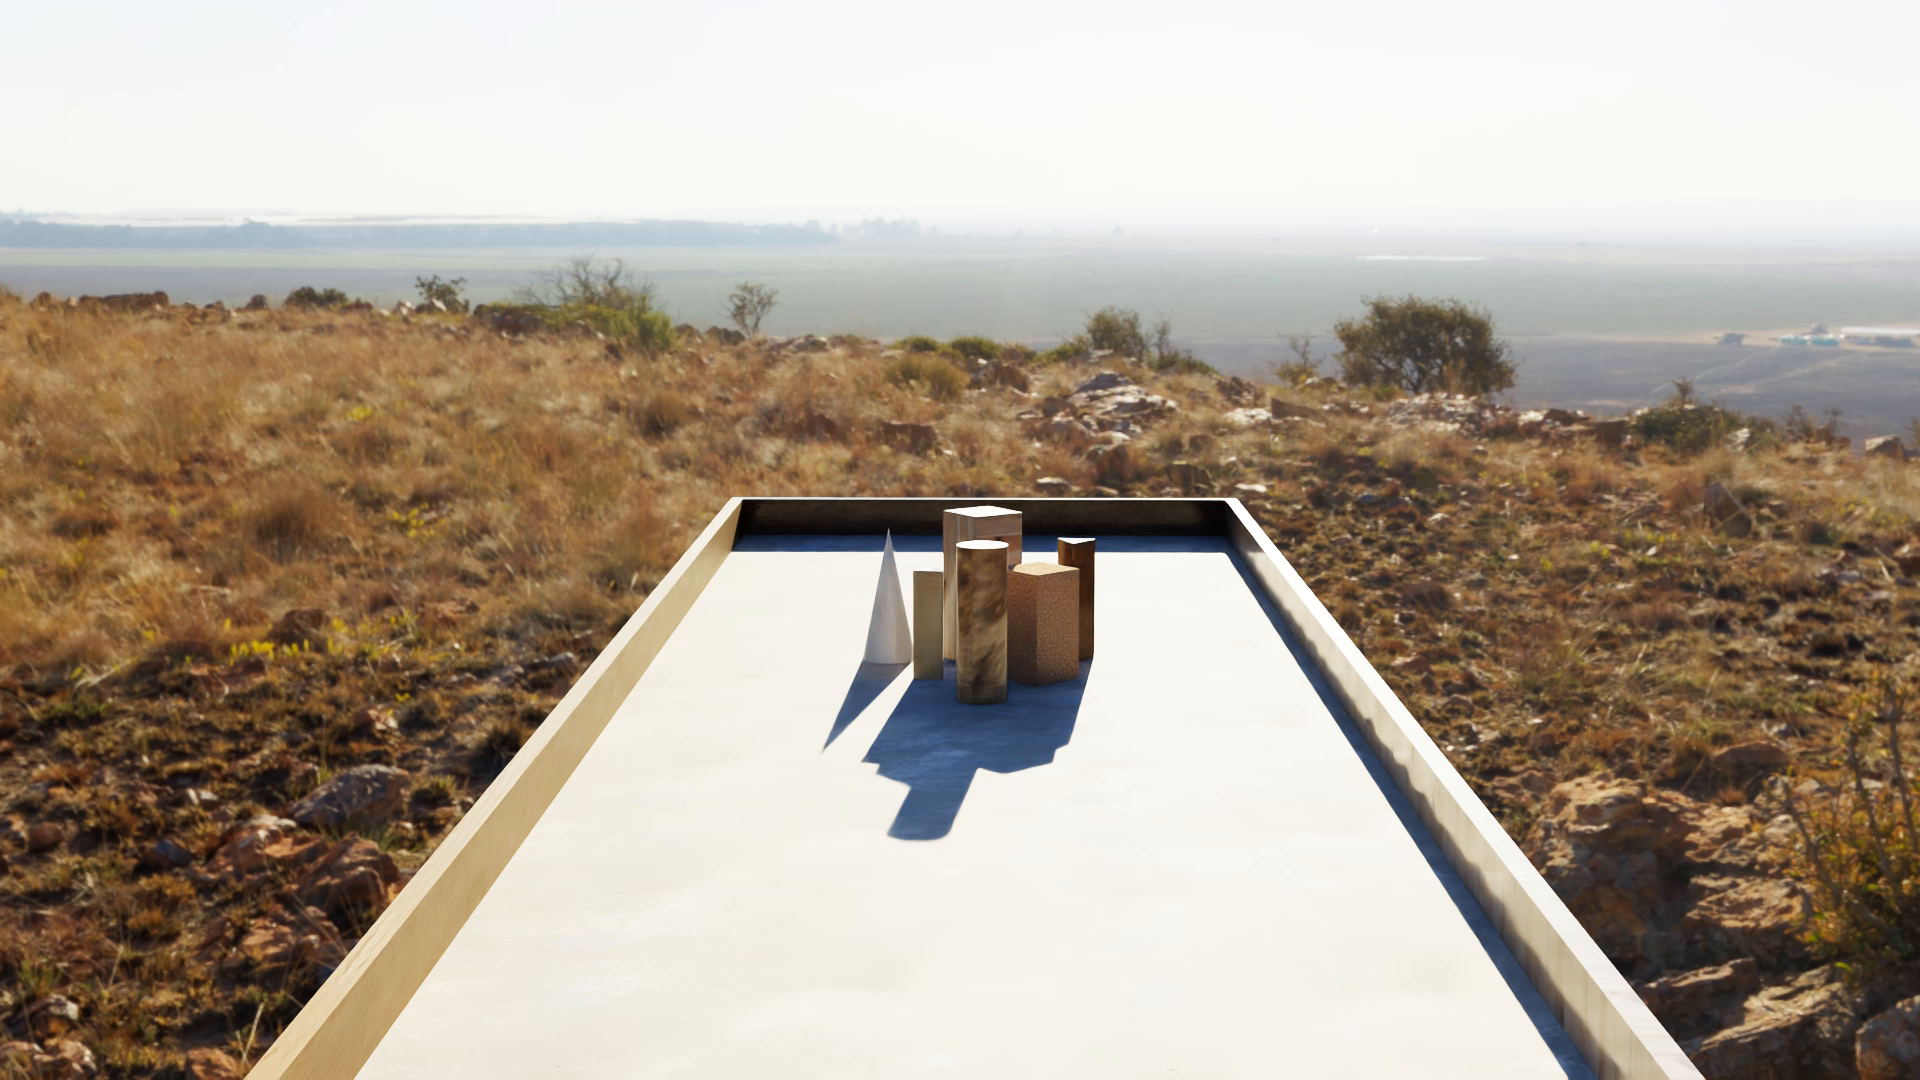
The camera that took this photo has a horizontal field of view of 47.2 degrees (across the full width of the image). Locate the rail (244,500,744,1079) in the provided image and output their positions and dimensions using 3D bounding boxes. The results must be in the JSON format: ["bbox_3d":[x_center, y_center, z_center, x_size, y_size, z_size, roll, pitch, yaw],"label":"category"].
[{"bbox_3d":[-1.004,0.839,3.234,0.050,0.150,12.000,0,9,1],"label":"rail"}]

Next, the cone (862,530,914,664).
[{"bbox_3d":[-0.216,0.163,6.698,0.164,0.401,0.164,0,9,0],"label":"cone"}]

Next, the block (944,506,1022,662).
[{"bbox_3d":[0.068,0.138,6.680,0.171,0.456,0.171,-6,11,-34],"label":"block"}]

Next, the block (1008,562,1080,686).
[{"bbox_3d":[0.228,0.244,6.430,0.170,0.326,0.170,-8,12,-41],"label":"block"}]

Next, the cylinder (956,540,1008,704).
[{"bbox_3d":[0.062,0.230,6.152,0.144,0.440,0.144,0,9,0],"label":"cylinder"}]

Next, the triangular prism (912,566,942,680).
[{"bbox_3d":[-0.085,0.243,6.444,0.089,0.323,0.078,2,9,13],"label":"triangular prism"}]

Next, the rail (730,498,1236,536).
[{"bbox_3d":[0.099,-0.098,9.147,2.100,0.150,0.050,0,9,1],"label":"rail"}]

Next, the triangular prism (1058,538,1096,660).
[{"bbox_3d":[0.338,0.180,6.707,0.097,0.366,0.112,7,12,38],"label":"triangular prism"}]

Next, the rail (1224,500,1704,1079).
[{"bbox_3d":[1.046,0.843,3.208,0.050,0.150,12.000,0,9,1],"label":"rail"}]
